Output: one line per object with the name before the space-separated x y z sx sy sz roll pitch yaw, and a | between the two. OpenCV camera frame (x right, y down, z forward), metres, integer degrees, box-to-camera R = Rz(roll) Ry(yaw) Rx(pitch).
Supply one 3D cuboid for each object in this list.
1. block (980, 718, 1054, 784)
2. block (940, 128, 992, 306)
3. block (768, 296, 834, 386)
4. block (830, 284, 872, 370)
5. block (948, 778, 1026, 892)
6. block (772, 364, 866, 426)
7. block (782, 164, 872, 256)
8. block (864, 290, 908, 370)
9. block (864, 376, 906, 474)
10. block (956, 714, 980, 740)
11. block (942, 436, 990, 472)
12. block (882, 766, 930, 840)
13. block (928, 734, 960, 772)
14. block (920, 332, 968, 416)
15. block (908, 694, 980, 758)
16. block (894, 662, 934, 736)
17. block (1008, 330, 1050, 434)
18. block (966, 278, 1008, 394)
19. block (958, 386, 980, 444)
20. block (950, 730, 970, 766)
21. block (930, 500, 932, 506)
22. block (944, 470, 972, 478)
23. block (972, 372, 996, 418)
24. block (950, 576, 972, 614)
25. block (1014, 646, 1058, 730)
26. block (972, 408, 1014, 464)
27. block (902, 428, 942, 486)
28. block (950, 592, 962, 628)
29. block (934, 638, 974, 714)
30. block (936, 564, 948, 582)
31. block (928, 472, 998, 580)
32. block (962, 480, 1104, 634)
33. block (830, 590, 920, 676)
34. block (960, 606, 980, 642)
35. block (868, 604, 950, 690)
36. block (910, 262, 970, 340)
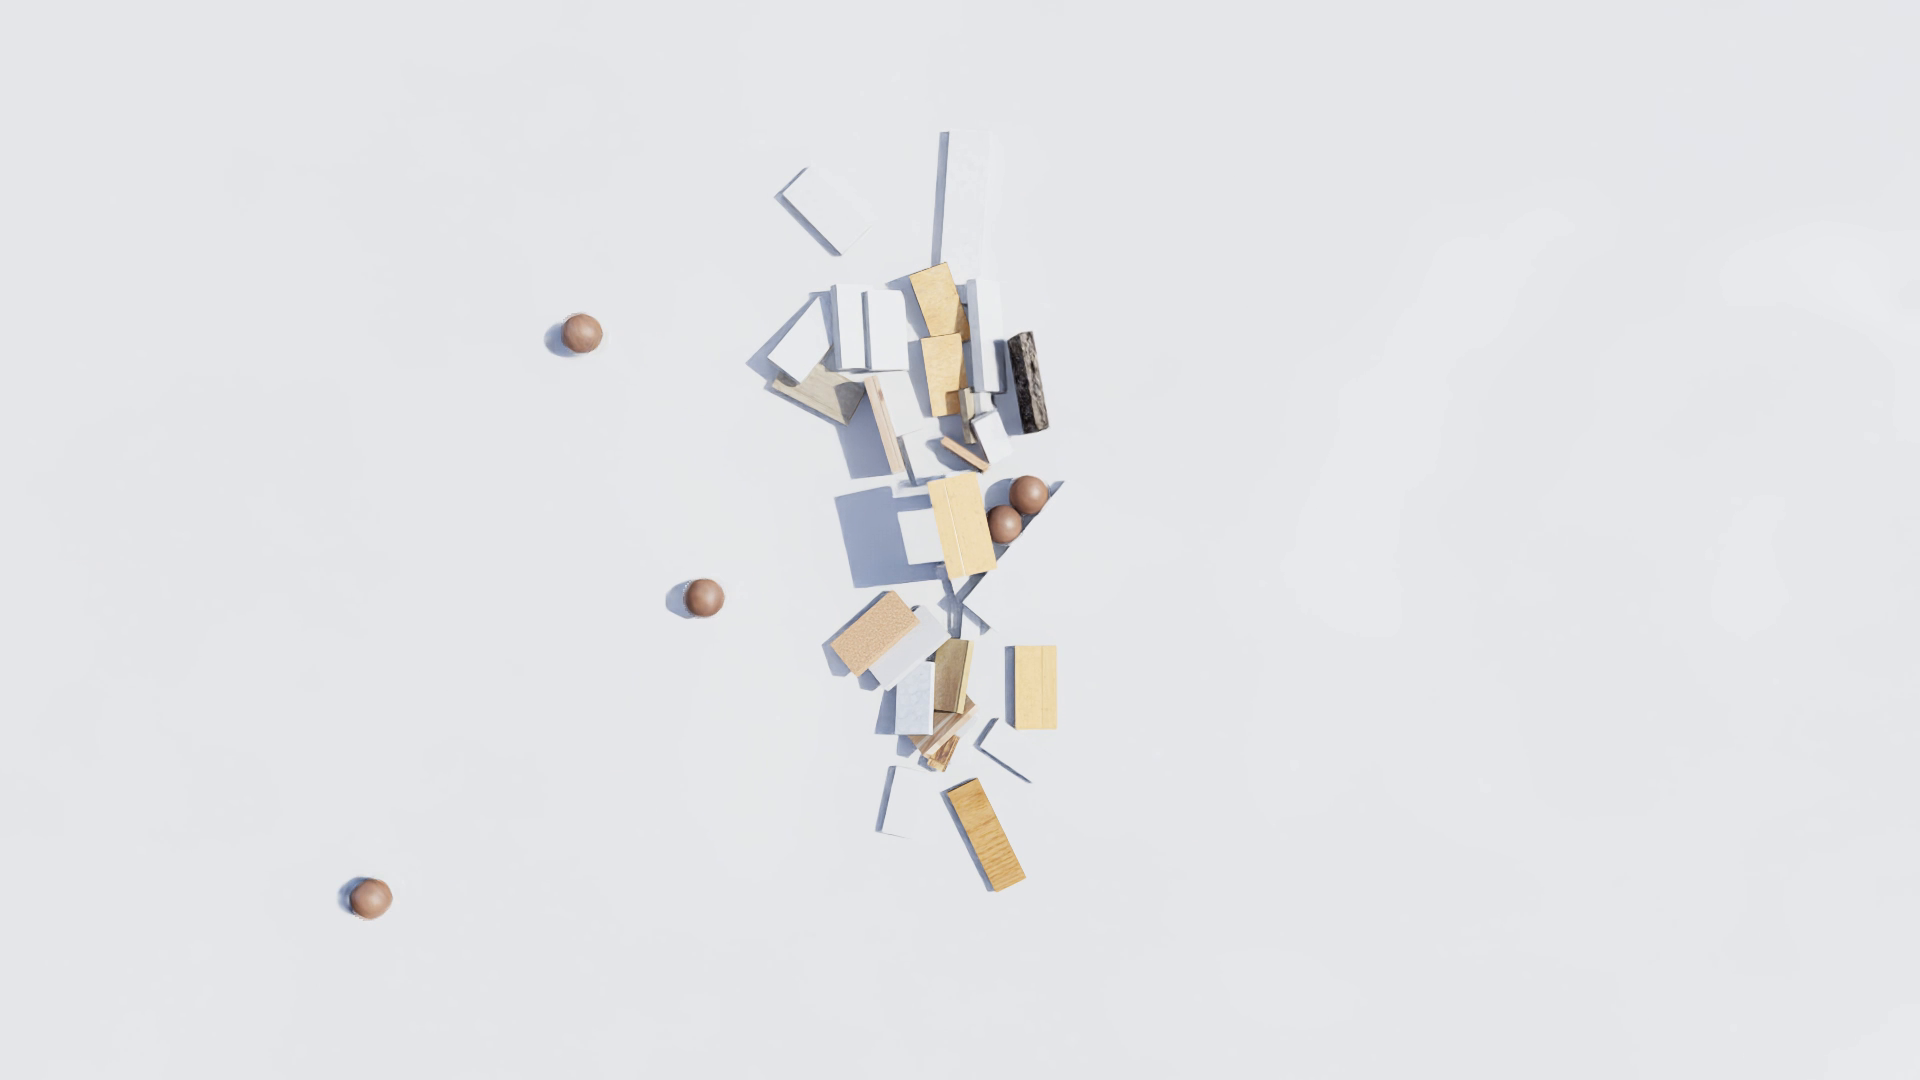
block | 0.190 0.701 5.484 0.223 0.032 0.112 34 90 0
block | 0.016 -1.071 5.480 0.140 0.040 0.576 4 90 0
block | -0.497 -0.659 5.450 0.137 0.039 0.275 38 77 0
block | -0.350 -0.703 5.443 0.137 0.039 0.275 -4 91 -35
block | 0.089 0.981 5.484 0.112 0.032 0.368 -26 90 0
block | -0.467 -0.506 5.480 0.279 0.040 0.140 28 90 0
block | -0.441 -1.096 5.480 0.140 0.040 0.279 -44 90 0
block | -0.244 -0.693 5.456 0.130 0.037 0.260 -3 90 -24
block | -0.245 -0.377 5.420 0.045 0.159 0.319 -17 90 0
block | 0.001 0.616 5.467 0.063 0.018 0.127 44 98 9
block | 0.018 -0.284 5.455 0.177 0.089 0.025 34 94 0
block | -0.180 0.872 5.484 0.112 0.032 0.223 13 90 0
block | -0.053 0.698 5.458 0.063 0.018 0.127 25 94 11
block | -0.045 -0.547 5.456 0.130 0.037 0.260 -9 102 0
block | -0.058 0.598 5.448 0.239 0.034 0.119 -44 49 0
block | -0.148 0.523 5.438 0.119 0.034 0.239 -3 77 20
block | 0.223 -0.515 5.417 0.045 0.159 0.319 -10 90 -13
block | 0.089 -0.670 5.433 0.039 0.137 0.367 -4 90 35
block | 0.040 -0.414 5.442 0.025 0.090 0.179 -1 101 34
block | 0.002 0.685 5.491 0.063 0.018 0.127 3 90 0
block | -0.017 -0.139 5.344 0.156 0.311 0.044 -4 90 0
block | -0.004 -0.207 5.410 0.090 0.179 0.025 -7 89 0
block | 0.082 -0.463 5.456 0.025 0.090 0.179 -4 90 35
block | 0.013 0.180 5.473 0.060 0.017 0.121 -15 91 -3
block | 0.253 0.489 5.480 0.138 0.039 0.276 0 90 0
block | 0.107 -0.340 5.432 0.089 0.025 0.177 -28 127 -6
block | -0.124 -0.275 5.487 0.089 0.025 0.177 -17 90 0
block | 0.001 0.231 5.491 0.060 0.017 0.121 -1 90 0
block | -0.030 0.445 5.437 0.119 0.034 0.238 4 81 33
block | 0.002 0.092 5.344 0.156 0.311 0.044 -13 90 0
block | 0.007 -0.045 5.166 0.156 0.044 0.311 -13 90 0
block | 0.240 0.055 5.451 0.159 0.045 0.536 40 84 0
block | -0.281 0.308 5.455 0.276 0.039 0.138 -41 67 0
block | 0.037 0.272 5.458 0.060 0.017 0.121 5 90 -3
block | -0.179 0.355 5.452 0.276 0.039 0.138 -41 64 0
block | -0.061 -0.773 5.445 0.130 0.037 0.260 -19 103 6
